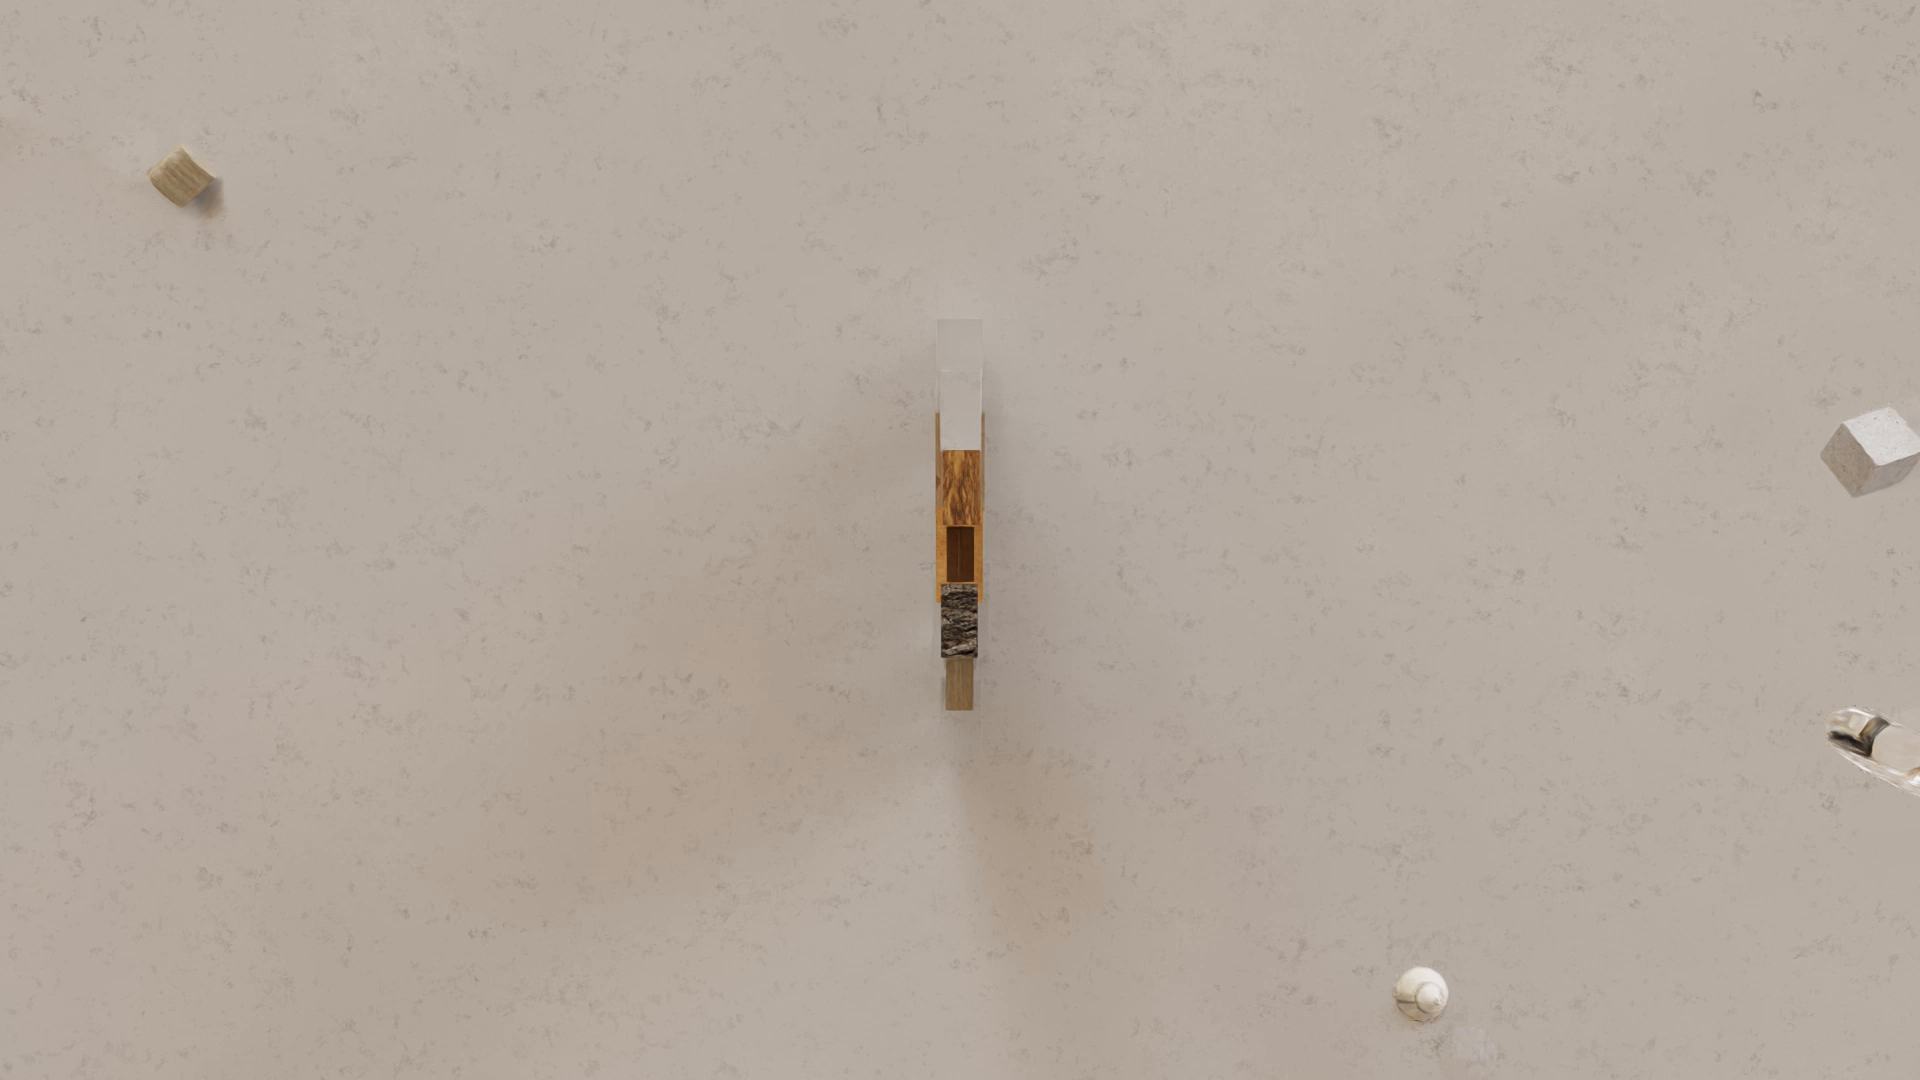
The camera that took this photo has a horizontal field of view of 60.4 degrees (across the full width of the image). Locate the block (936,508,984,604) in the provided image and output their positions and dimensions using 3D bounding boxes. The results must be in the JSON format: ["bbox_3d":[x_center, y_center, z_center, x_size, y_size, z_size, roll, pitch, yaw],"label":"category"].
[{"bbox_3d":[-0.002,0.046,4.802,0.137,0.039,0.275,0,90,0],"label":"block"}]

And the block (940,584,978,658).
[{"bbox_3d":[-0.002,0.224,4.565,0.102,0.029,0.203,0,90,0],"label":"block"}]

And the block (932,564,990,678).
[{"bbox_3d":[0.004,0.249,5.121,0.177,0.050,0.354,0,90,0],"label":"block"}]

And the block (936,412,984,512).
[{"bbox_3d":[0.000,-0.243,5.169,0.154,0.044,0.309,0,90,0],"label":"block"}]

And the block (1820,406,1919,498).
[{"bbox_3d":[2.379,-0.228,4.300,0.149,0.149,0.149,-18,59,-9],"label":"block"}]

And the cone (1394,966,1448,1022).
[{"bbox_3d":[1.540,1.501,5.401,0.178,0.178,0.178,0,84,-2],"label":"cone"}]

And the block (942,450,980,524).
[{"bbox_3d":[0.004,-0.145,4.562,0.103,0.029,0.206,0,90,0],"label":"block"}]

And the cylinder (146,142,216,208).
[{"bbox_3d":[-2.560,-1.201,5.426,0.148,0.148,0.148,-41,90,0],"label":"cylinder"}]

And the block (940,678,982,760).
[{"bbox_3d":[0.003,0.561,5.221,0.130,0.037,0.261,0,90,0],"label":"block"}]

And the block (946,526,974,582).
[{"bbox_3d":[0.001,0.040,4.618,0.077,0.022,0.154,0,90,0],"label":"block"}]

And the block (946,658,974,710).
[{"bbox_3d":[-0.001,0.408,4.707,0.078,0.022,0.156,0,90,0],"label":"block"}]

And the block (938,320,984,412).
[{"bbox_3d":[0.001,-0.547,5.190,0.145,0.041,0.290,0,90,0],"label":"block"}]

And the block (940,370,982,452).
[{"bbox_3d":[0.002,-0.370,4.748,0.117,0.033,0.233,0,90,0],"label":"block"}]

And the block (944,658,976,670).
[{"bbox_3d":[0.000,0.285,4.888,0.097,0.028,0.194,0,90,0],"label":"block"}]

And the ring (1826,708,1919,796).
[{"bbox_3d":[2.334,0.536,4.114,0.339,0.339,0.113,31,92,0],"label":"ring"}]
